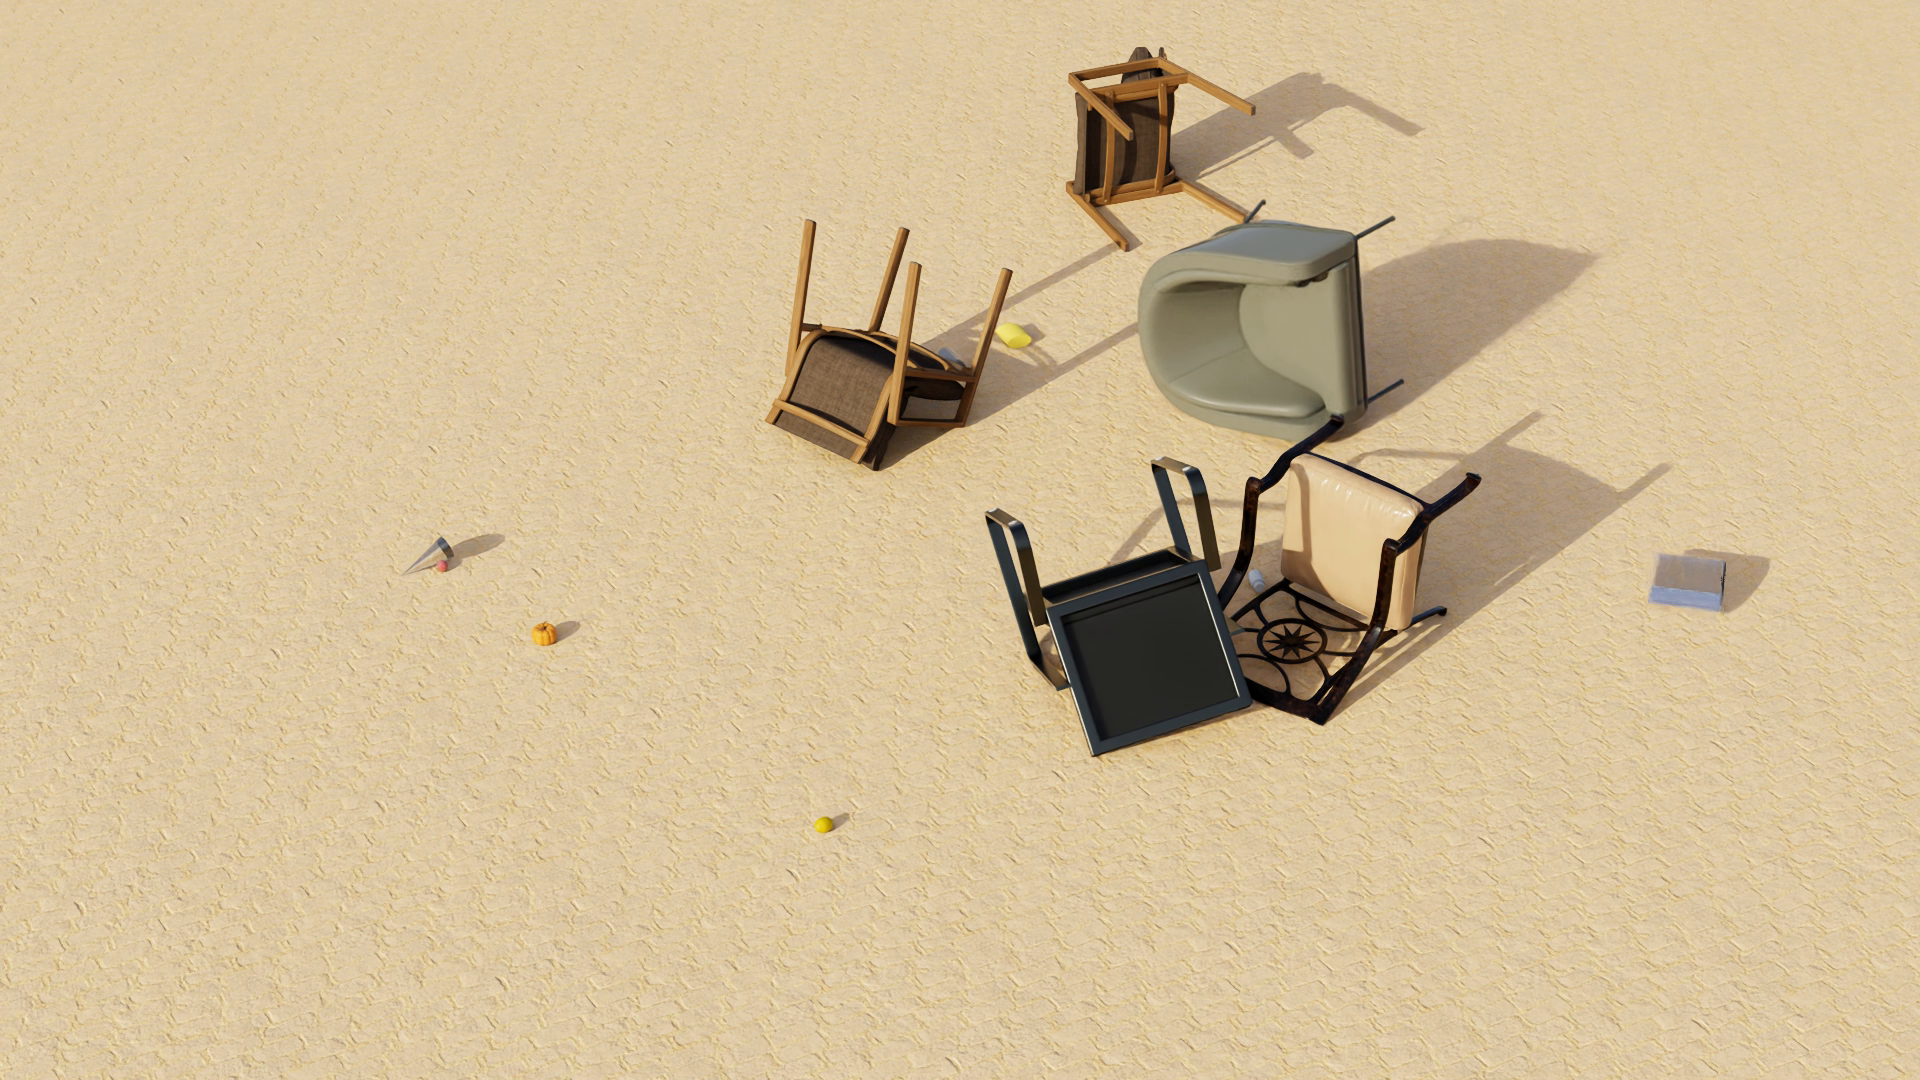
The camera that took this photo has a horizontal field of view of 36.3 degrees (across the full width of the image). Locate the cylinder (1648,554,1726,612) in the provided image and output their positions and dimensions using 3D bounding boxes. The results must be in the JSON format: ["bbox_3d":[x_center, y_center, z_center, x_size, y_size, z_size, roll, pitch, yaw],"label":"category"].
[{"bbox_3d":[2.620,0.154,10.572,0.252,0.152,0.232,7,39,10],"label":"cylinder"}]

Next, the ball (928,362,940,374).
[{"bbox_3d":[-0.105,-0.701,11.963,0.050,0.050,0.050,0,33,0],"label":"ball"}]

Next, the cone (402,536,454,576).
[{"bbox_3d":[-1.970,0.080,10.770,0.202,0.092,0.152,-34,2,-17],"label":"cone"}]
